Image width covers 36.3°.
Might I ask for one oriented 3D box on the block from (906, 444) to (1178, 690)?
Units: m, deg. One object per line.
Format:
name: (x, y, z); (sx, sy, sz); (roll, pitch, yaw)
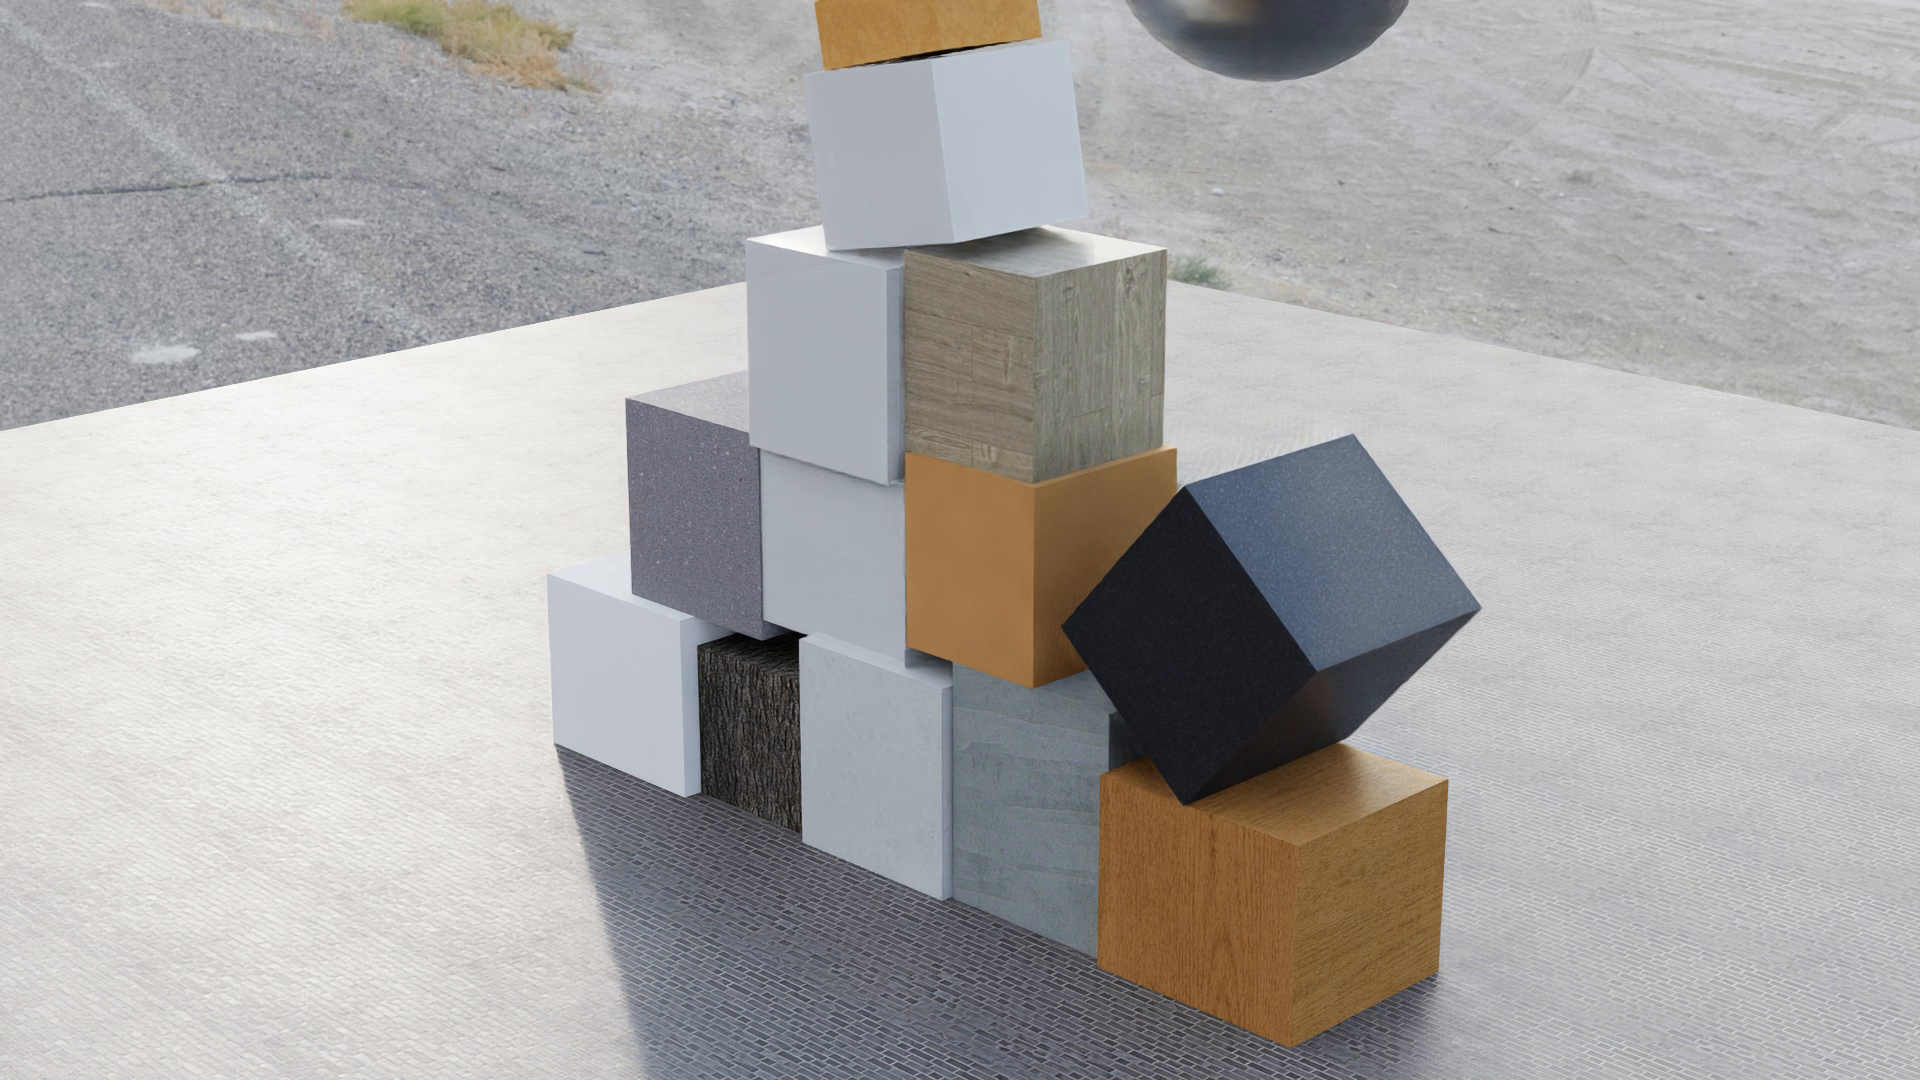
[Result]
block: (0.358, 0.032, 12.968); (0.778, 0.894, 0.909); (17, 24, 42)

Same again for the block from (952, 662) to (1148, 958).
block: (0.624, 1.072, 13.043); (0.928, 1.134, 0.928); (-17, 24, -42)

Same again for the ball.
ball: (1.467, -2.987, 13.941); (1.600, 1.600, 1.600); (0, 17, 0)

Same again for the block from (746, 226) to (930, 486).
block: (-0.278, -0.903, 13.354); (1.023, 0.960, 0.920); (-16, 24, -42)

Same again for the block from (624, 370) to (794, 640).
block: (-0.966, -0.200, 14.261); (0.870, 1.002, 0.974); (-17, 24, -42)

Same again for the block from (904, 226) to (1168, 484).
block: (0.326, -0.826, 12.732); (0.771, 0.886, 0.830); (17, 24, 42)

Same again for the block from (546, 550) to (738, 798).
block: (-1.342, 0.601, 14.909); (1.054, 0.914, 1.047); (-17, 24, -42)

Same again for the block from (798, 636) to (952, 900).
block: (-0.059, 0.934, 13.680); (0.996, 1.015, 0.935); (-17, 24, -42)

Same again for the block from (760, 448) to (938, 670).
block: (-0.273, -0.027, 13.606); (0.881, 0.861, 0.958); (-17, 24, -42)

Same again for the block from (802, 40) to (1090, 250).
block: (-0.060, -1.730, 12.868); (0.838, 0.773, 0.817); (-16, 13, -42)

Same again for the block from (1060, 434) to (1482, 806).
block: (1.279, 0.319, 12.118); (1.082, 1.001, 0.918); (-17, 65, -42)

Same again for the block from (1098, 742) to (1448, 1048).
block: (1.313, 1.410, 12.385); (0.997, 0.883, 1.059); (-17, 24, -42)

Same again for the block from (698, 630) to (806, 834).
block: (-0.671, 0.864, 14.315); (0.898, 0.767, 0.797); (-17, 24, -42)

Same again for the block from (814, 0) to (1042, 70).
block: (-0.174, -2.495, 12.740); (0.617, 0.764, 0.746); (-16, 11, -43)
